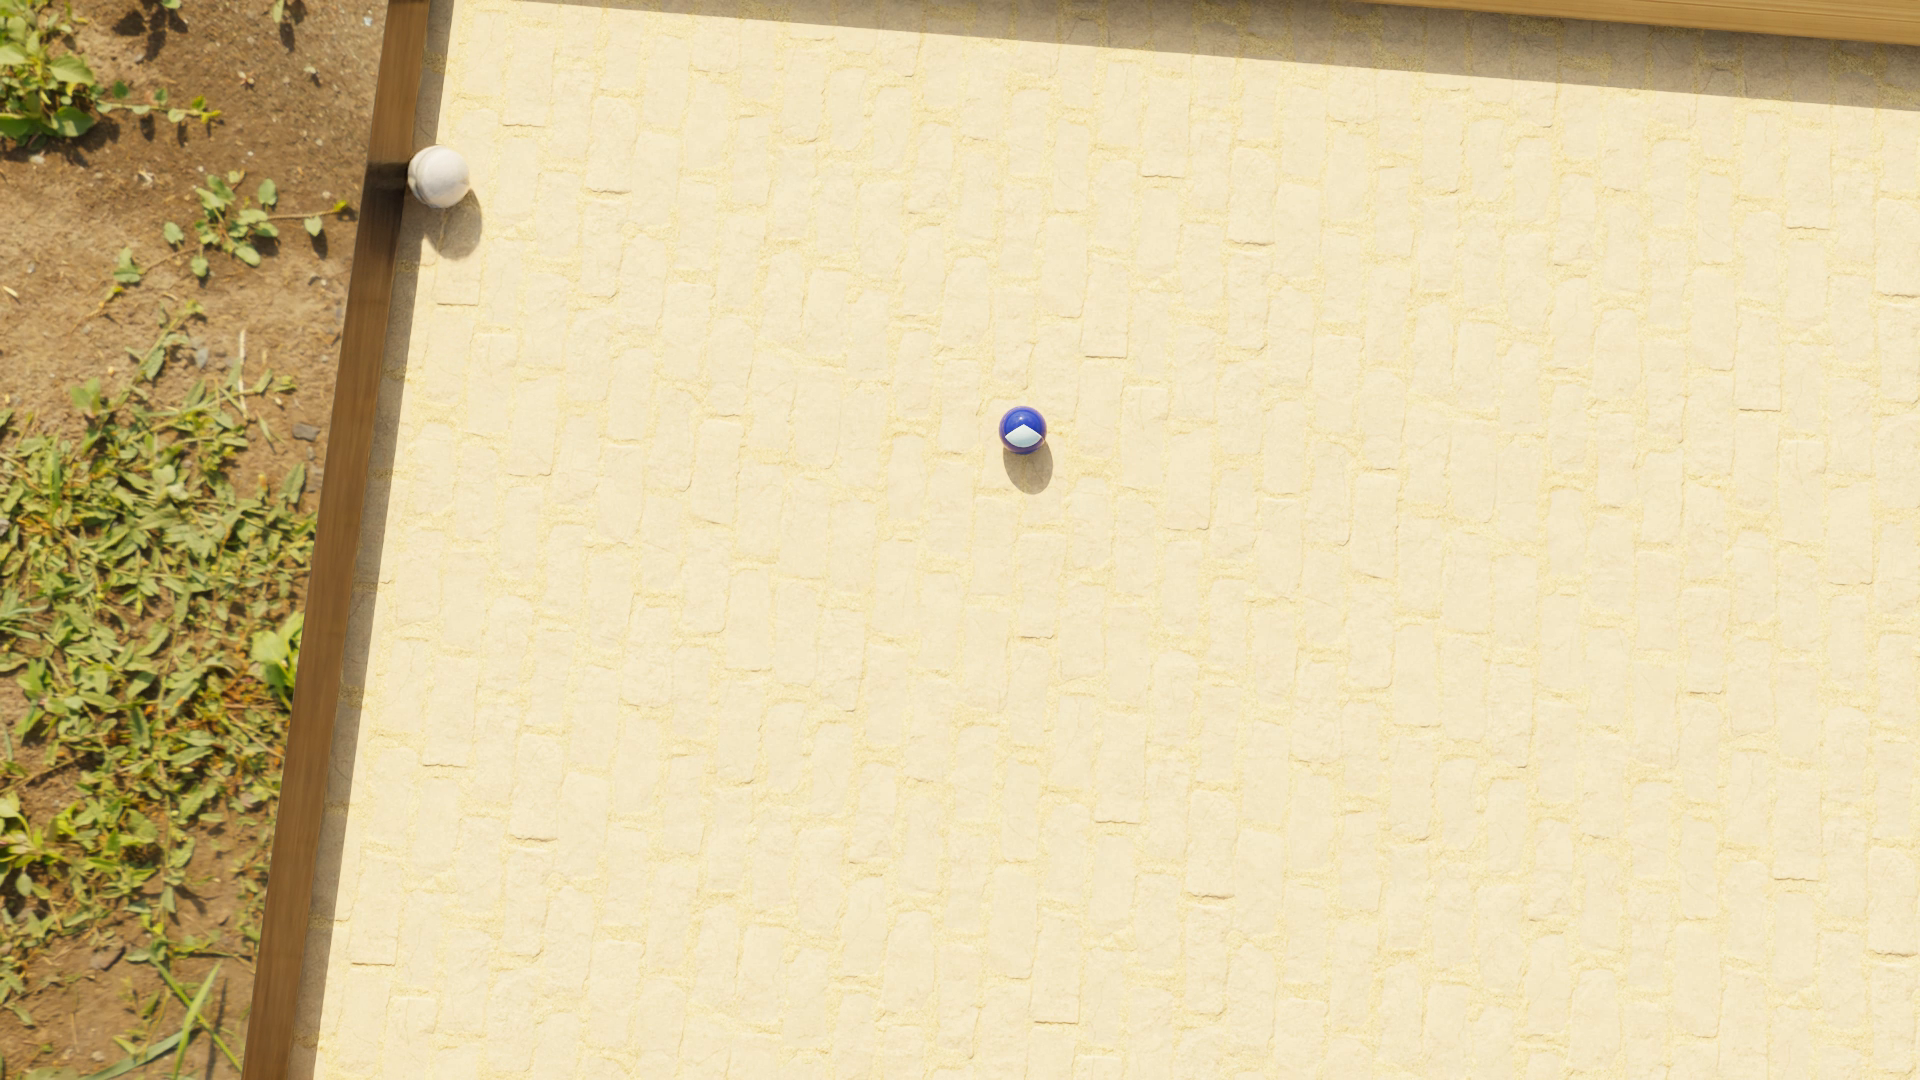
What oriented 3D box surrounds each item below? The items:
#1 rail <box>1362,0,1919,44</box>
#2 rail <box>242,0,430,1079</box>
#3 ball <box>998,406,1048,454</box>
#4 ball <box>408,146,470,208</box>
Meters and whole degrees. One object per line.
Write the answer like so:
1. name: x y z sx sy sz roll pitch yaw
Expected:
1. rail: 1.007 -0.824 3.400 3.736 0.123 0.045 5 80 1
2. rail: -0.907 -0.078 3.269 0.045 0.123 1.876 5 80 1
3. ball: 0.095 -0.165 3.310 0.075 0.075 0.075 0 80 0
4. ball: -0.798 -0.555 3.368 0.094 0.094 0.094 0 80 0
